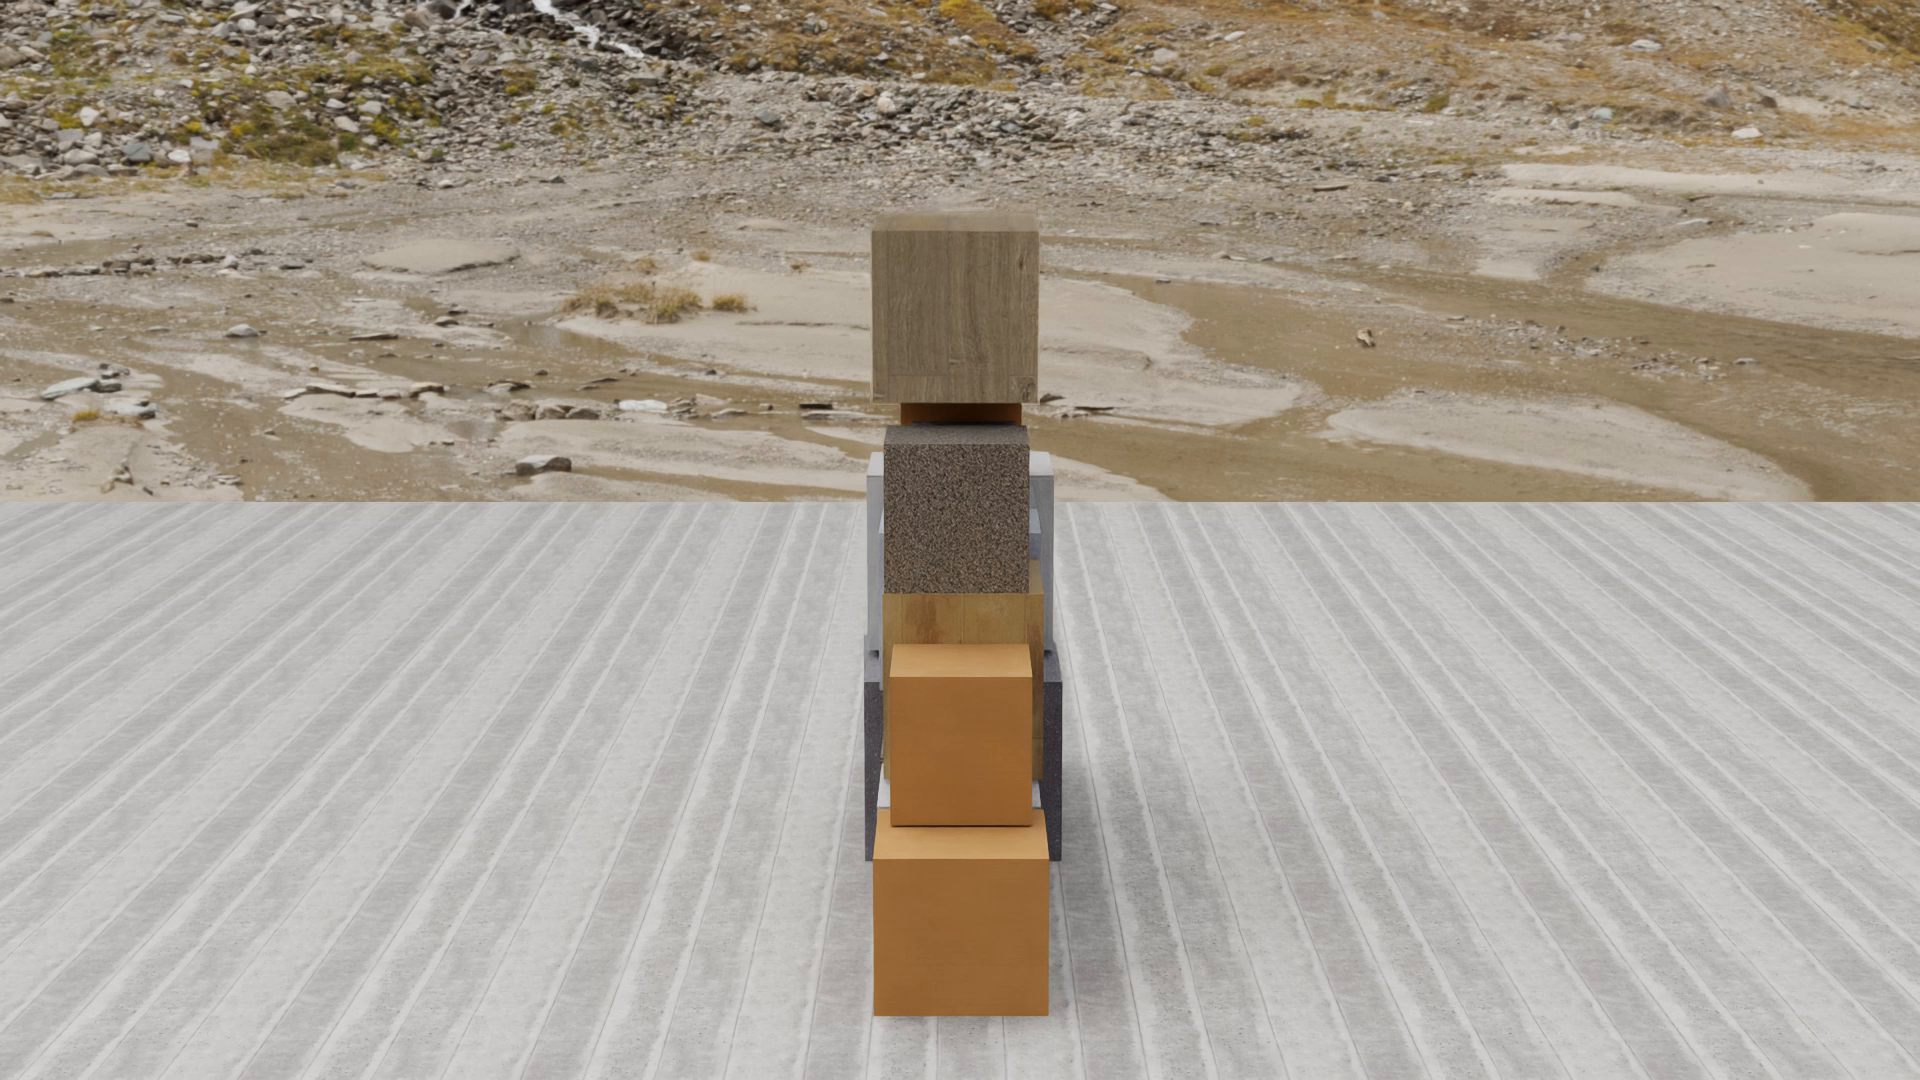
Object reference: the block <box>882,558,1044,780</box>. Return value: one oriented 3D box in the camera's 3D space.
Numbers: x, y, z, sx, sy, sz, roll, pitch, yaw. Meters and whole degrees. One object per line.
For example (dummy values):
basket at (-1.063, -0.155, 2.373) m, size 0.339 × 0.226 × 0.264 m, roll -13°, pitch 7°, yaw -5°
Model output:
block at (0.014, 0.532, 10.858) m, size 0.655 × 0.777 × 0.775 m, roll 0°, pitch 10°, yaw 0°

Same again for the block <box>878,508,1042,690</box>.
block at (-0.001, 0.257, 11.541) m, size 0.708 × 0.703 × 0.647 m, roll 0°, pitch 10°, yaw 0°

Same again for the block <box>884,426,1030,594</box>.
block at (-0.014, -0.134, 10.637) m, size 0.588 × 0.612 × 0.564 m, roll 0°, pitch 10°, yaw 0°

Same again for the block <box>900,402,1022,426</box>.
block at (0.005, -0.522, 11.607) m, size 0.534 × 0.527 × 0.523 m, roll 0°, pitch 15°, yaw 0°

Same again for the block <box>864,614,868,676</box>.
block at (-0.011, 0.803, 12.737) m, size 0.900 × 0.863 × 0.813 m, roll 0°, pitch 10°, yaw 0°

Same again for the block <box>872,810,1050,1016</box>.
block at (0.004, 1.435, 9.952) m, size 0.659 × 0.617 × 0.657 m, roll 0°, pitch 10°, yaw 0°

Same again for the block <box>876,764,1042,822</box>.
block at (-0.004, 1.311, 10.604) m, size 0.655 × 0.625 × 0.651 m, roll 0°, pitch 10°, yaw 0°

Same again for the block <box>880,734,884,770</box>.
block at (-0.005, 1.188, 11.226) m, size 0.666 × 0.646 × 0.597 m, roll 0°, pitch 10°, yaw 0°

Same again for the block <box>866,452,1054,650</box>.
block at (0.001, 0.041, 12.220) m, size 0.861 × 0.822 × 0.744 m, roll 0°, pitch 10°, yaw 0°

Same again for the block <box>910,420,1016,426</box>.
block at (0.012, -0.258, 11.146) m, size 0.458 × 0.452 × 0.475 m, roll 0°, pitch 11°, yaw 0°

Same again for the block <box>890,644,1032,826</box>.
block at (0.004, 0.766, 10.203) m, size 0.550 × 0.591 × 0.578 m, roll 0°, pitch 10°, yaw 0°

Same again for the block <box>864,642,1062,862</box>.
block at (0.015, 0.968, 11.922) m, size 0.887 × 0.831 × 0.830 m, roll 0°, pitch 10°, yaw 0°

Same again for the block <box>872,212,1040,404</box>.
block at (-0.018, -1.002, 10.974) m, size 0.691 × 0.723 × 0.629 m, roll 0°, pitch 14°, yaw 0°
